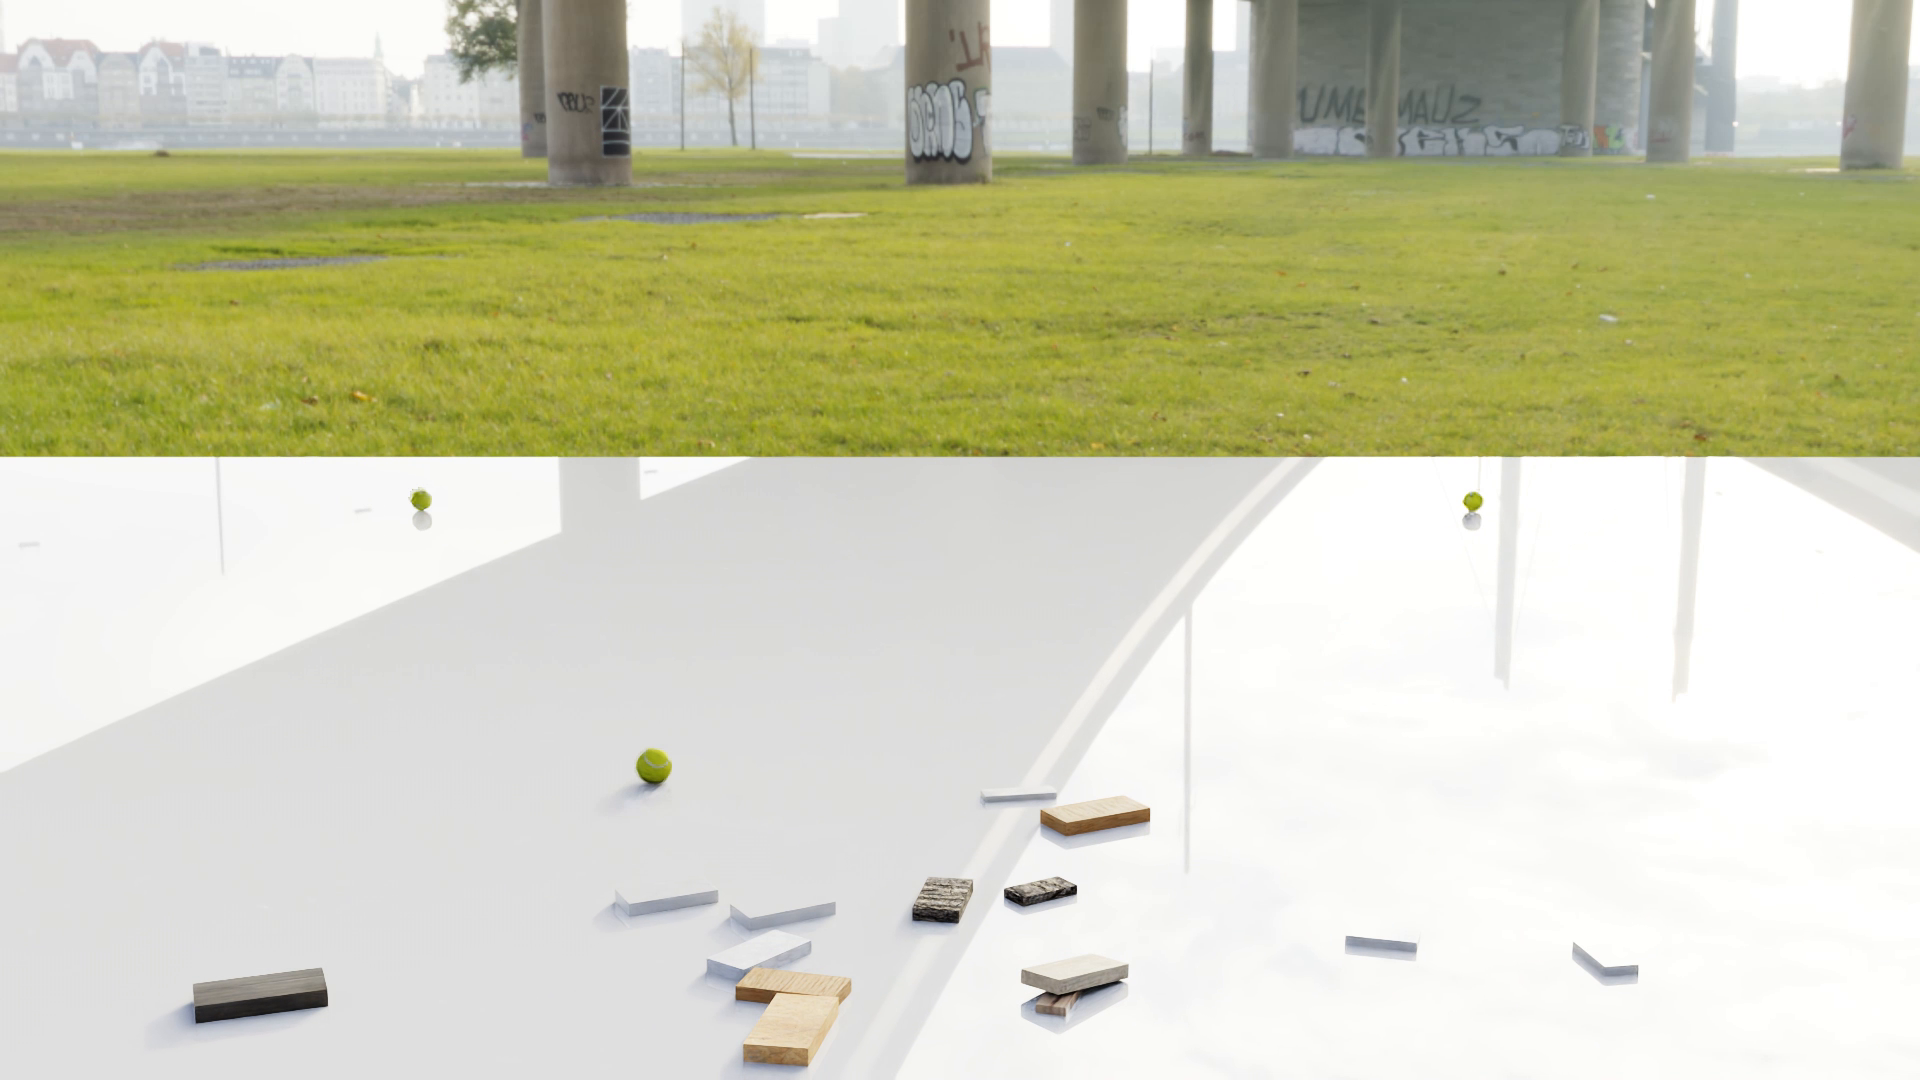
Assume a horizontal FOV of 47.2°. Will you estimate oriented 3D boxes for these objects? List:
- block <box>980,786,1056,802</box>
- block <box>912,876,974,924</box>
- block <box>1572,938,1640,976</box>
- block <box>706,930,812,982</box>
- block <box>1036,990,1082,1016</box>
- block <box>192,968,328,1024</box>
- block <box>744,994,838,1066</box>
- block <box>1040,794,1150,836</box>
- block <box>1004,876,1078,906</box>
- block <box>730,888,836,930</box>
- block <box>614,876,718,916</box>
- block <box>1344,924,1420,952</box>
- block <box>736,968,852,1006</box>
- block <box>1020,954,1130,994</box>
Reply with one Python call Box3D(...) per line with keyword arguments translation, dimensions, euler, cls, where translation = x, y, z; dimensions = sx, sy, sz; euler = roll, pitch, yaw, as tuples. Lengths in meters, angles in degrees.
Box3D(translation=(0.112, 0.485, 4.198), dimensions=(0.139, 0.013, 0.045), euler=(-2, 11, -11), cls="block")
Box3D(translation=(-0.027, 0.590, 3.609), dimensions=(0.077, 0.022, 0.153), euler=(2, 11, 9), cls="block")
Box3D(translation=(0.987, 0.638, 3.365), dimensions=(0.055, 0.016, 0.111), euler=(-2, 11, -10), cls="block")
Box3D(translation=(-0.306, 0.636, 3.363), dimensions=(0.077, 0.022, 0.153), euler=(8, 13, 37), cls="block")
Box3D(translation=(0.144, 0.669, 3.208), dimensions=(0.045, 0.013, 0.091), euler=(3, 11, 17), cls="block")
Box3D(translation=(-1.020, 0.663, 3.205), dimensions=(0.183, 0.026, 0.091), euler=(-4, 11, -20), cls="block")
Box3D(translation=(-0.235, 0.685, 3.084), dimensions=(0.091, 0.026, 0.183), euler=(2, 11, 10), cls="block")
Box3D(translation=(0.249, 0.507, 4.047), dimensions=(0.183, 0.026, 0.091), euler=(-6, 12, -29), cls="block")
Box3D(translation=(0.134, 0.584, 3.657), dimensions=(0.111, 0.016, 0.055), euler=(-7, 13, -33), cls="block")
Box3D(translation=(-0.287, 0.598, 3.565), dimensions=(0.153, 0.022, 0.077), euler=(-6, 12, -29), cls="block")
Box3D(translation=(-0.483, 0.587, 3.626), dimensions=(0.153, 0.022, 0.076), euler=(-5, 12, -26), cls="block")
Box3D(translation=(0.663, 0.623, 3.447), dimensions=(0.111, 0.016, 0.055), euler=(3, 11, 17), cls="block")
Box3D(translation=(-0.244, 0.660, 3.233), dimensions=(0.153, 0.022, 0.076), euler=(3, 11, 16), cls="block")
Box3D(translation=(0.171, 0.643, 3.264), dimensions=(0.153, 0.022, 0.076), euler=(-2, 5, -44), cls="block")
